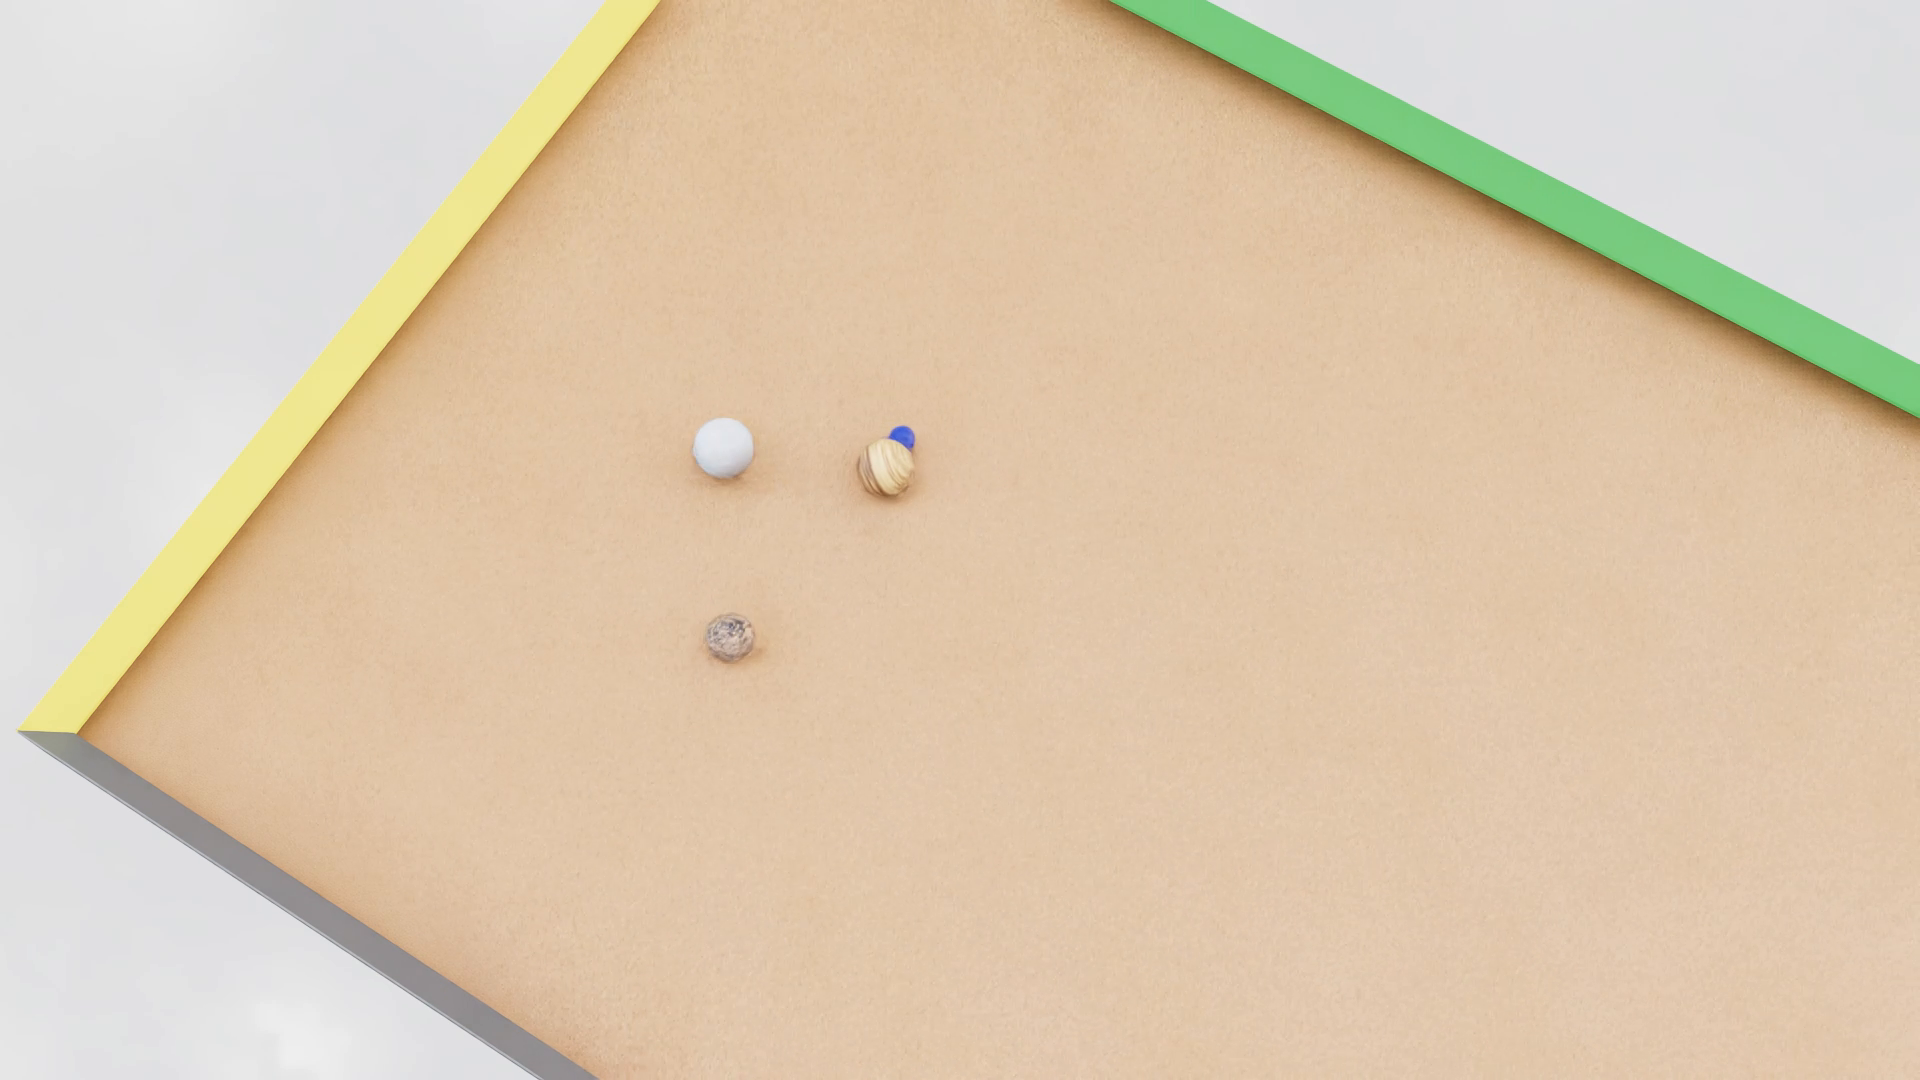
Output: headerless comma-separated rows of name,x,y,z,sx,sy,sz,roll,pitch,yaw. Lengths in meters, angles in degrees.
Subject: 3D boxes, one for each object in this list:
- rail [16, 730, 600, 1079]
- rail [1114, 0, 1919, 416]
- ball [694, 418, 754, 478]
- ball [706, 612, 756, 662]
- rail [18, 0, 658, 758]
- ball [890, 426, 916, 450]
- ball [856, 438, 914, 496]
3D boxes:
rail,0.329,1.283,2.939,4.048,0.126,0.045,30,72,11
rail,1.390,-0.306,3.560,4.048,0.126,0.045,30,72,11
ball,-0.377,-0.147,3.515,0.097,0.097,0.097,0,69,0
ball,-0.356,0.151,3.409,0.077,0.077,0.077,0,69,0
rail,-0.839,-0.495,3.634,0.045,0.126,2.056,30,72,11
ball,-0.093,-0.163,3.550,0.043,0.043,0.043,0,69,0
ball,-0.119,-0.116,3.505,0.092,0.092,0.092,0,69,0
